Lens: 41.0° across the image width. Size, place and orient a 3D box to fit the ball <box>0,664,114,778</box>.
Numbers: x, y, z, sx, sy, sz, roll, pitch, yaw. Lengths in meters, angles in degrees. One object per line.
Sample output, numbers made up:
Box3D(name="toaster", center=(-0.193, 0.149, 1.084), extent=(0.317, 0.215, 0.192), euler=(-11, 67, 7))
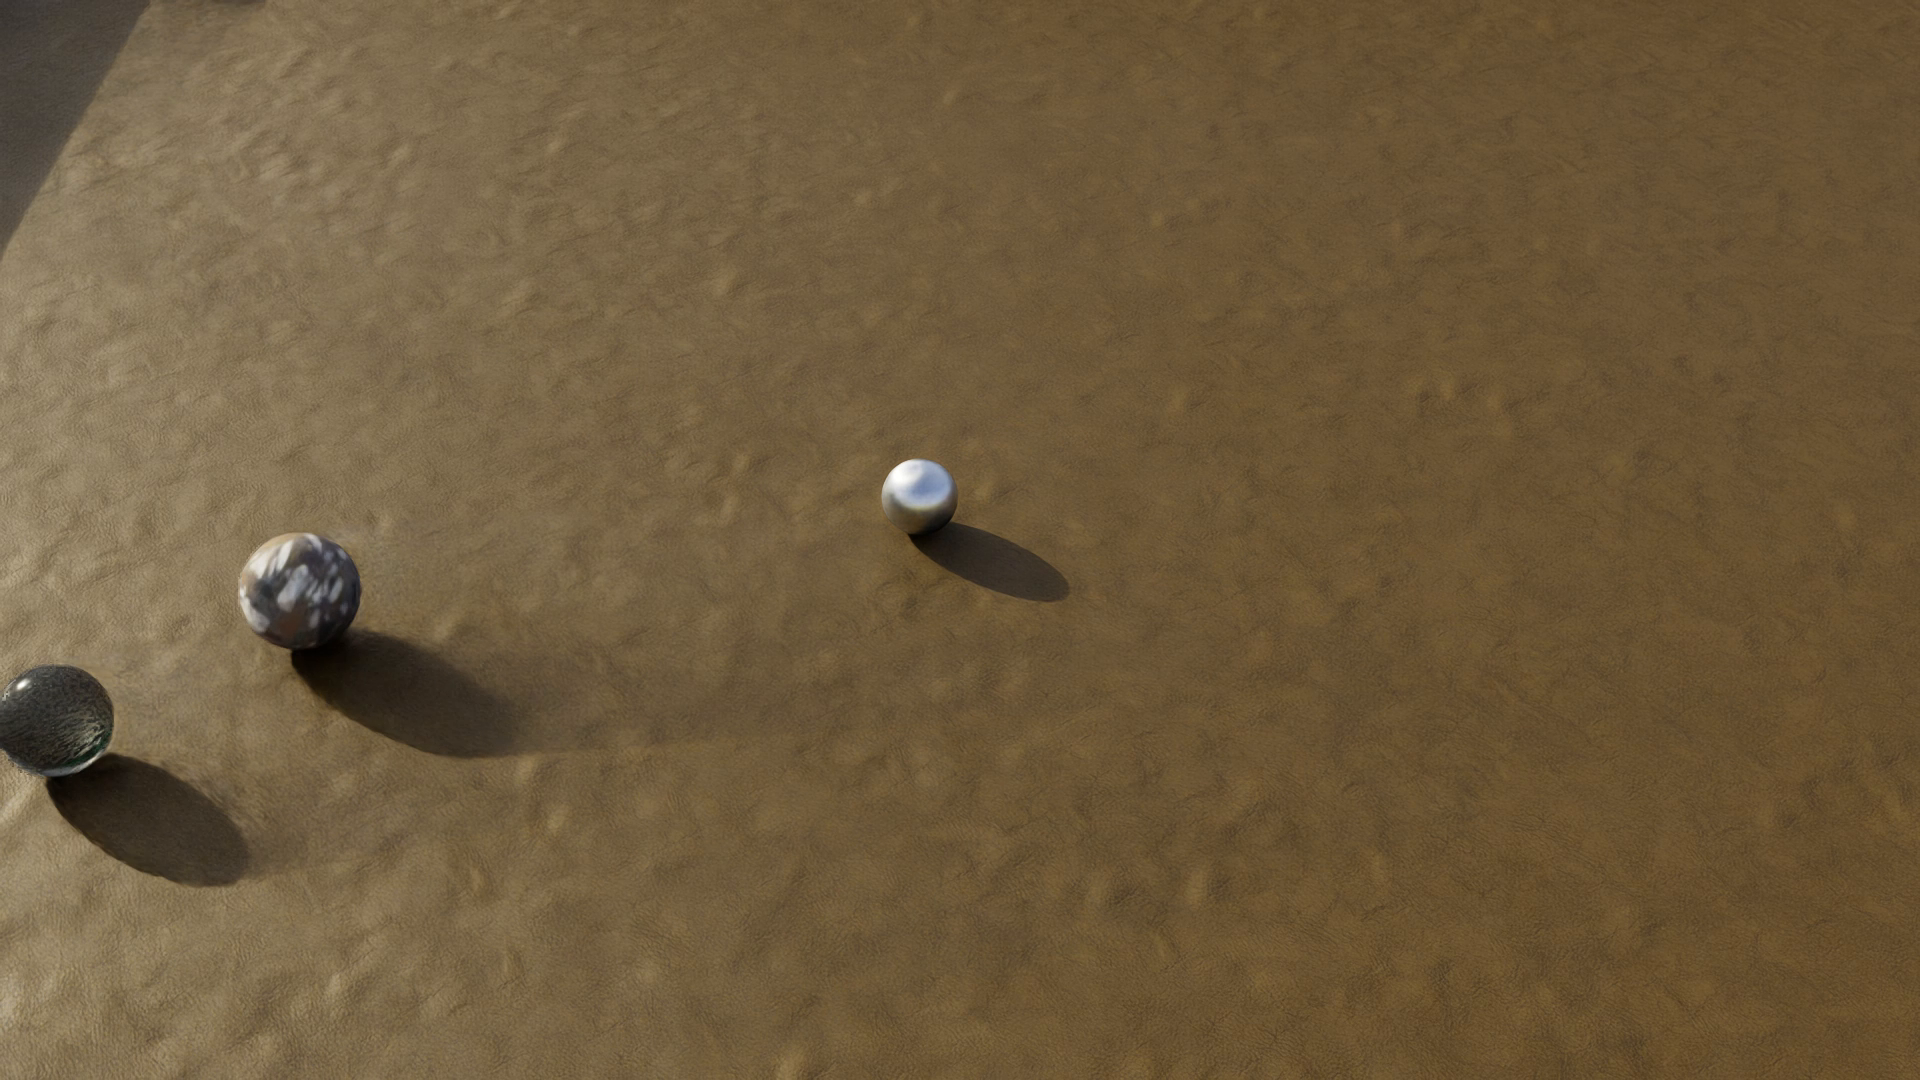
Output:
Box3D(name="ball", center=(-0.516, 0.103, 1.462), extent=(0.065, 0.065, 0.065), euler=(0, 36, 0))

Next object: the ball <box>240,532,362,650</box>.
Box3D(name="ball", center=(-0.399, 0.031, 1.554), extent=(0.072, 0.072, 0.072), euler=(0, 36, 0))

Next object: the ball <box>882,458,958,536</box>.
Box3D(name="ball", center=(-0.026, -0.028, 1.652), extent=(0.050, 0.050, 0.050), euler=(0, 36, 0))
